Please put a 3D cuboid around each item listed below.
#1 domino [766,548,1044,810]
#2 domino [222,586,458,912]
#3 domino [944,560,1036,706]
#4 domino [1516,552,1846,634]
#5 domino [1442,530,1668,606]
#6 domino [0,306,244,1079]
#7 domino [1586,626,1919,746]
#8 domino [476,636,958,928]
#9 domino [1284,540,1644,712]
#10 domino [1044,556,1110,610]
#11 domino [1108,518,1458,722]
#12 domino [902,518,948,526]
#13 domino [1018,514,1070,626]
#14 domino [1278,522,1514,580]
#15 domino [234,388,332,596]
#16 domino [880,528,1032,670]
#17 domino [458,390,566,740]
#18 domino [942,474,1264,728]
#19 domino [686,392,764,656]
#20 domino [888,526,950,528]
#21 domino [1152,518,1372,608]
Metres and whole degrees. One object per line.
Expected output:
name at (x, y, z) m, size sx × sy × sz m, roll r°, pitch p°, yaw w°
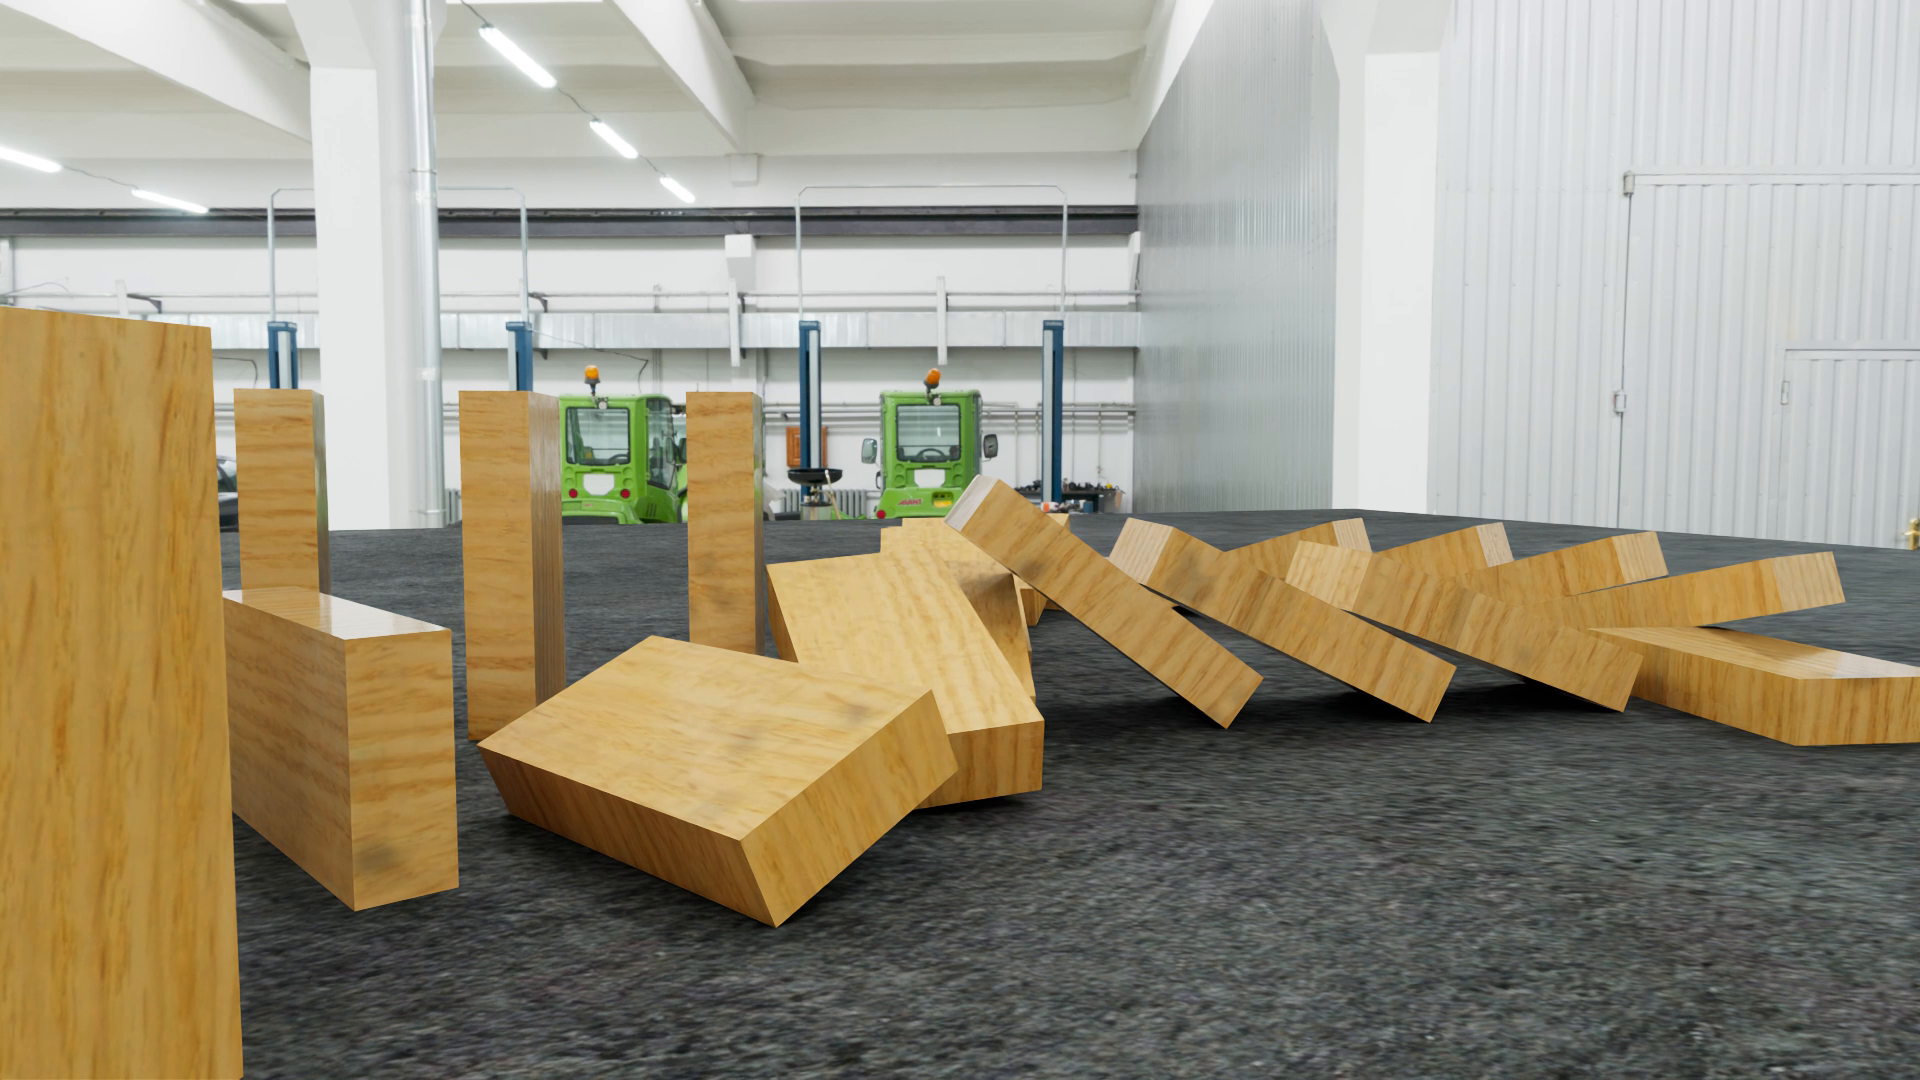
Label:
domino at (-0.009, 0.016, 0.168) m, size 0.025 × 0.009 × 0.050 m, roll -6°, pitch 25°, yaw -15°
domino at (-0.069, 0.020, 0.138) m, size 0.010 × 0.025 × 0.050 m, roll -4°, pitch 6°, yaw -42°
domino at (-0.003, 0.017, 0.195) m, size 0.025 × 0.009 × 0.050 m, roll 0°, pitch 20°, yaw -2°
domino at (0.137, 0.013, 0.248) m, size 0.025 × 0.009 × 0.050 m, roll -3°, pitch -11°, yaw -35°
domino at (0.122, 0.010, 0.278) m, size 0.025 × 0.009 × 0.050 m, roll -4°, pitch -12°, yaw -44°
domino at (-0.057, 0.012, 0.074) m, size 0.009 × 0.050 × 0.025 m, roll 1°, pitch 5°, yaw 18°
domino at (0.127, 0.022, 0.207) m, size 0.025 × 0.009 × 0.050 m, roll 0°, pitch 4°, yaw -7°
domino at (-0.027, 0.023, 0.136) m, size 0.050 × 0.009 × 0.025 m, roll 4°, pitch 30°, yaw 44°
domino at (0.082, 0.014, 0.211) m, size 0.050 × 0.009 × 0.025 m, roll 20°, pitch 0°, yaw -11°
domino at (0.039, 0.012, 0.350) m, size 0.025 × 0.010 × 0.050 m, roll 3°, pitch 5°, yaw 38°
domino at (0.050, 0.012, 0.204) m, size 0.050 × 0.009 × 0.025 m, roll 26°, pitch 0°, yaw -9°
domino at (-0.001, 0.008, 0.292) m, size 0.025 × 0.009 × 0.050 m, roll -1°, pitch 22°, yaw -1°
domino at (0.011, 0.006, 0.324) m, size 0.025 × 0.009 × 0.050 m, roll 1°, pitch 22°, yaw 15°
domino at (0.101, 0.008, 0.302) m, size 0.050 × 0.009 × 0.025 m, roll -19°, pitch -8°, yaw 34°
domino at (-0.099, 0.003, 0.188) m, size 0.009 × 0.050 × 0.025 m, roll -2°, pitch 5°, yaw -23°
domino at (-0.002, 0.012, 0.232) m, size 0.025 × 0.009 × 0.050 m, roll 0°, pitch 24°, yaw -3°
domino at (-0.068, 0.003, 0.196) m, size 0.009 × 0.050 × 0.025 m, roll -1°, pitch 4°, yaw -8°
domino at (0.021, 0.009, 0.201) m, size 0.050 × 0.010 × 0.025 m, roll 37°, pitch -1°, yaw -8°
domino at (-0.036, 0.003, 0.199) m, size 0.009 × 0.050 × 0.025 m, roll 0°, pitch 4°, yaw -6°
domino at (-0.002, 0.011, 0.260) m, size 0.025 × 0.009 × 0.050 m, roll 0°, pitch 22°, yaw -2°
domino at (0.074, 0.006, 0.319) m, size 0.050 × 0.009 × 0.025 m, roll -18°, pitch -7°, yaw 32°
